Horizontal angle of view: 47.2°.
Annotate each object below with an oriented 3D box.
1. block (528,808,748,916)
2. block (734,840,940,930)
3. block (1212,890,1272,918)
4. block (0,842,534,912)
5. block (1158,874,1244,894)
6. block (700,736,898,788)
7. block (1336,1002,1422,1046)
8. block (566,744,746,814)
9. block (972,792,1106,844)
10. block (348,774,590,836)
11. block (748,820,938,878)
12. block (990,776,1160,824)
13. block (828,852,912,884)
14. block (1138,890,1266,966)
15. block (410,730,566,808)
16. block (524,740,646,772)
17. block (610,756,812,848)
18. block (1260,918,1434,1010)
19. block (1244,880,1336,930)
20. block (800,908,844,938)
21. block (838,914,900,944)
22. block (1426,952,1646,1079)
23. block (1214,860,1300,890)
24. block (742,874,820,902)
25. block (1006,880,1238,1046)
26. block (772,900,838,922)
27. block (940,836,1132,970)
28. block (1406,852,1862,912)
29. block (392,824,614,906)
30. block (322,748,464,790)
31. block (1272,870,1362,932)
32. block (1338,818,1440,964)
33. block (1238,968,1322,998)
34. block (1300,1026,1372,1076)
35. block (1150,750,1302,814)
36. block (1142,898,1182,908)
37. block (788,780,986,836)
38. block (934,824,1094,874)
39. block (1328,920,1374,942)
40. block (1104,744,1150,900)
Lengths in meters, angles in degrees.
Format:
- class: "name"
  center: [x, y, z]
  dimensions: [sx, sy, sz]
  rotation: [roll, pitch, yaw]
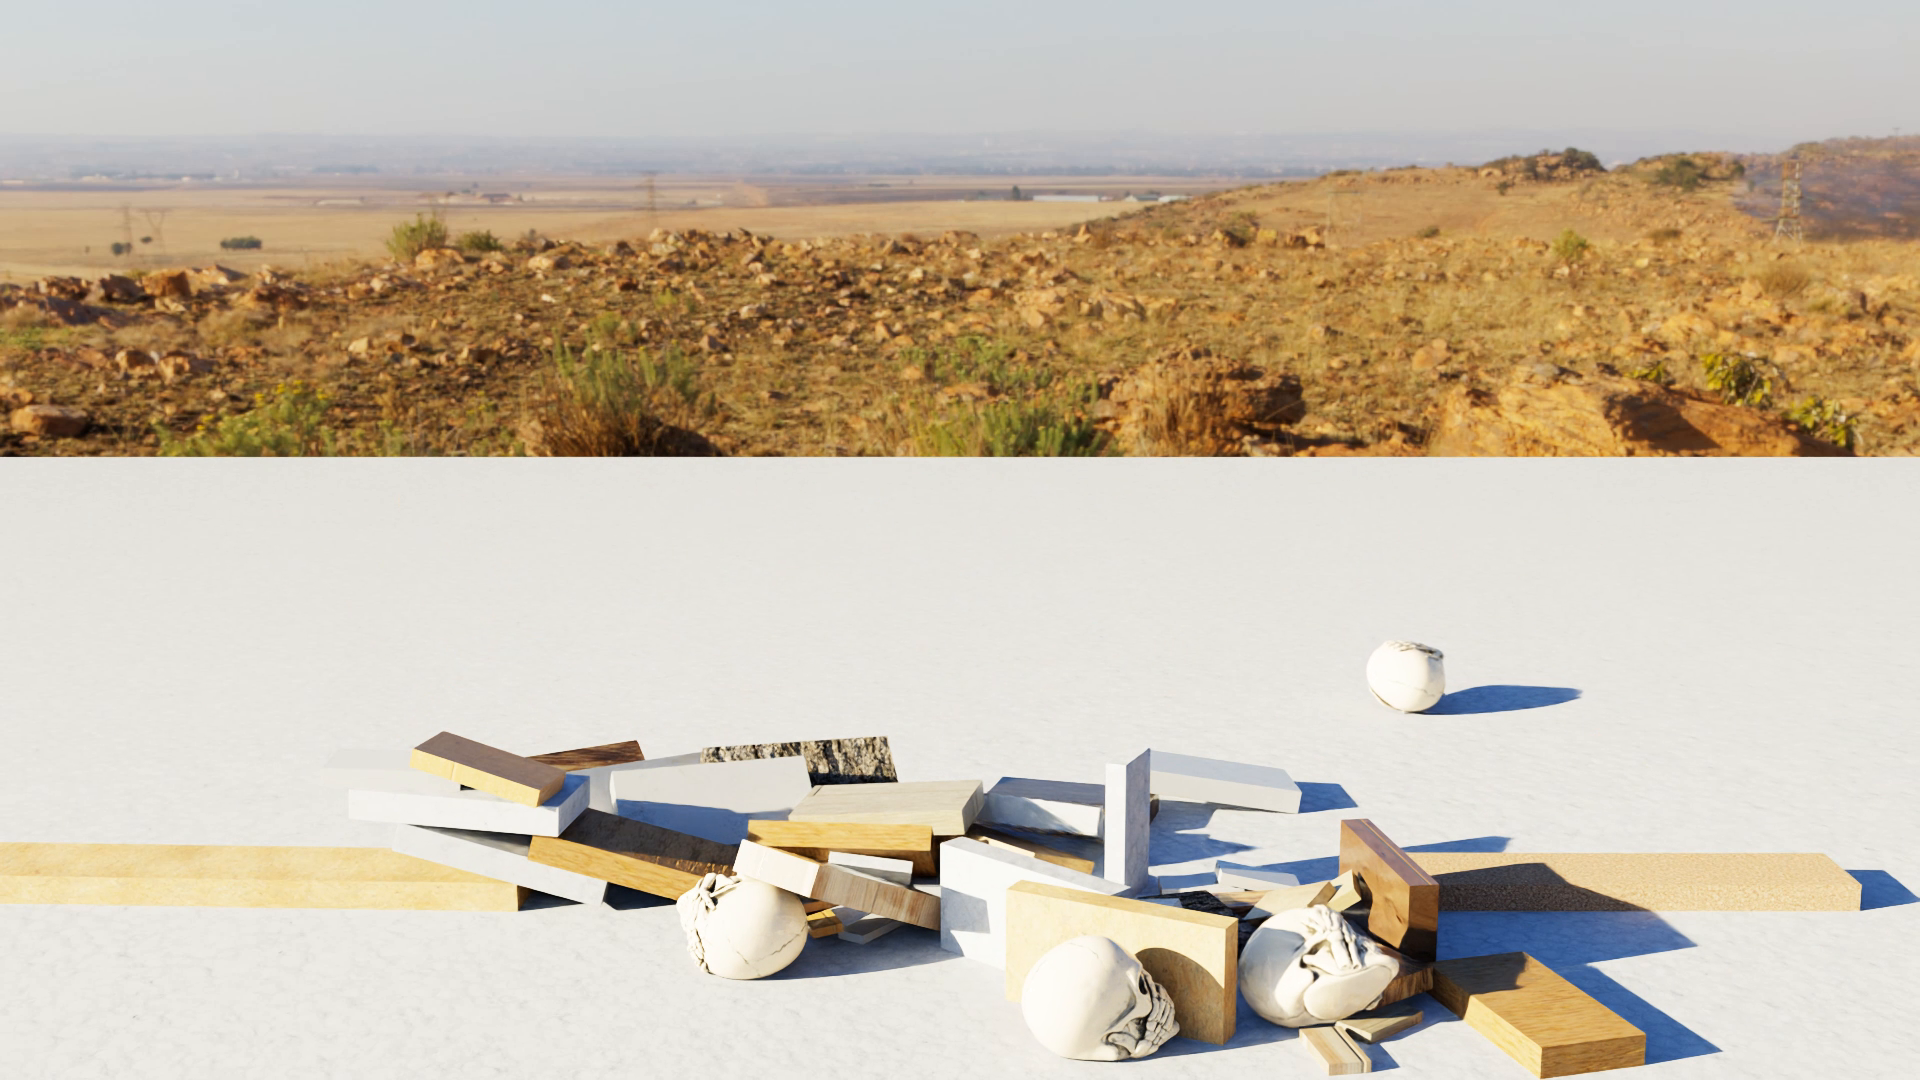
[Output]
- class: "block"
  center: [-0.524, 0.523, 3.639]
  dimensions: [0.349, 0.049, 0.175]
  rotation: [15, 11, -2]
- class: "block"
  center: [-0.167, 0.541, 3.414]
  dimensions: [0.173, 0.049, 0.346]
  rotation: [10, -10, 43]
- class: "block"
  center: [0.478, 0.594, 3.592]
  dimensions: [0.136, 0.019, 0.068]
  rotation: [-2, 11, -8]
- class: "block"
  center: [-1.213, 0.563, 3.684]
  dimensions: [0.994, 0.048, 0.171]
  rotation: [0, 11, 3]
- class: "block"
  center: [0.402, 0.580, 3.671]
  dimensions: [0.136, 0.019, 0.068]
  rotation: [0, 11, -1]
- class: "block"
  center: [-0.287, 0.451, 4.000]
  dimensions: [0.347, 0.049, 0.173]
  rotation: [-2, 49, -17]
- class: "block"
  center: [0.595, 0.683, 3.120]
  dimensions: [0.120, 0.017, 0.060]
  rotation: [-9, 14, -42]
- class: "block"
  center: [-0.543, 0.469, 3.962]
  dimensions: [0.394, 0.043, 0.151]
  rotation: [-6, 52, -31]
- class: "block"
  center: [0.095, 0.485, 3.892]
  dimensions: [0.340, 0.048, 0.170]
  rotation: [6, -11, 16]
- class: "block"
  center: [-0.804, 0.423, 3.622]
  dimensions: [0.349, 0.049, 0.175]
  rotation: [4, 11, 7]
- class: "block"
  center: [-0.195, 0.520, 3.703]
  dimensions: [0.305, 0.043, 0.153]
  rotation: [1, -25, 5]
- class: "block"
  center: [0.206, 0.492, 4.080]
  dimensions: [0.302, 0.043, 0.151]
  rotation: [3, 11, 16]
- class: "block"
  center: [-0.150, 0.548, 3.673]
  dimensions: [0.139, 0.020, 0.069]
  rotation: [7, -25, -1]
- class: "block"
  center: [0.381, 0.611, 3.460]
  dimensions: [0.121, 0.034, 0.241]
  rotation: [-3, 11, -17]
- class: "block"
  center: [-0.765, 0.371, 3.568]
  dimensions: [0.222, 0.031, 0.111]
  rotation: [17, 13, 9]
- class: "block"
  center: [-0.716, 0.465, 3.952]
  dimensions: [0.341, 0.048, 0.171]
  rotation: [-6, 50, -31]
- class: "block"
  center: [-0.430, 0.478, 3.870]
  dimensions: [0.347, 0.049, 0.173]
  rotation: [-3, 50, -17]
- class: "block"
  center: [0.571, 0.627, 3.267]
  dimensions: [0.121, 0.034, 0.241]
  rotation: [-10, 14, -33]
- class: "block"
  center: [0.517, 0.575, 3.456]
  dimensions: [0.075, 0.021, 0.149]
  rotation: [-39, 8, -35]
- class: "block"
  center: [-0.220, 0.608, 3.490]
  dimensions: [0.049, 0.014, 0.098]
  rotation: [-11, 7, -15]
- class: "block"
  center: [-0.144, 0.616, 3.491]
  dimensions: [0.049, 0.014, 0.098]
  rotation: [7, 13, 34]
- class: "block"
  center: [0.810, 0.669, 3.118]
  dimensions: [0.160, 0.045, 0.320]
  rotation: [-3, 11, -16]
- class: "block"
  center: [0.497, 0.566, 3.670]
  dimensions: [0.136, 0.019, 0.068]
  rotation: [11, 10, -3]
- class: "block"
  center: [-0.298, 0.558, 3.630]
  dimensions: [0.139, 0.020, 0.069]
  rotation: [23, 4, -20]
- class: "block"
  center: [0.228, 0.601, 3.144]
  dimensions: [0.340, 0.170, 0.048]
  rotation: [6, 12, 28]
- class: "block"
  center: [-0.249, 0.596, 3.546]
  dimensions: [0.098, 0.014, 0.049]
  rotation: [-7, -13, -33]
- class: "block"
  center: [0.110, 0.570, 3.311]
  dimensions: [0.340, 0.170, 0.048]
  rotation: [10, 14, 43]
- class: "block"
  center: [1.101, 0.568, 3.661]
  dimensions: [0.732, 0.045, 0.160]
  rotation: [0, 11, 0]
- class: "block"
  center: [-0.744, 0.510, 3.651]
  dimensions: [0.349, 0.049, 0.175]
  rotation: [16, 11, -2]
- class: "block"
  center: [-0.924, 0.377, 3.618]
  dimensions: [0.222, 0.031, 0.111]
  rotation: [2, 11, -2]
- class: "block"
  center: [0.557, 0.576, 3.442]
  dimensions: [0.149, 0.021, 0.075]
  rotation: [-34, 8, 15]
- class: "block"
  center: [0.660, 0.557, 3.405]
  dimensions: [0.045, 0.160, 0.320]
  rotation: [-2, 11, -8]
- class: "block"
  center: [0.483, 0.655, 3.273]
  dimensions: [0.120, 0.017, 0.060]
  rotation: [-4, 11, -19]
- class: "block"
  center: [0.515, 0.702, 3.022]
  dimensions: [0.060, 0.017, 0.120]
  rotation: [-2, 11, -10]
- class: "block"
  center: [0.478, 0.453, 4.152]
  dimensions: [0.302, 0.043, 0.151]
  rotation: [9, 10, -6]
- class: "block"
  center: [0.283, 0.593, 3.476]
  dimensions: [0.125, 0.018, 0.063]
  rotation: [-9, 22, 39]
- class: "block"
  center: [-0.124, 0.462, 3.773]
  dimensions: [0.305, 0.043, 0.153]
  rotation: [-4, 12, 15]
- class: "block"
  center: [0.063, 0.528, 3.756]
  dimensions: [0.305, 0.043, 0.153]
  rotation: [11, -4, 45]
- class: "block"
  center: [0.600, 0.628, 3.409]
  dimensions: [0.075, 0.021, 0.156]
  rotation: [-2, 11, -9]
- class: "block"
  center: [0.278, 0.472, 3.642]
  dimensions: [0.034, 0.241, 0.121]
  rotation: [5, 12, 24]
